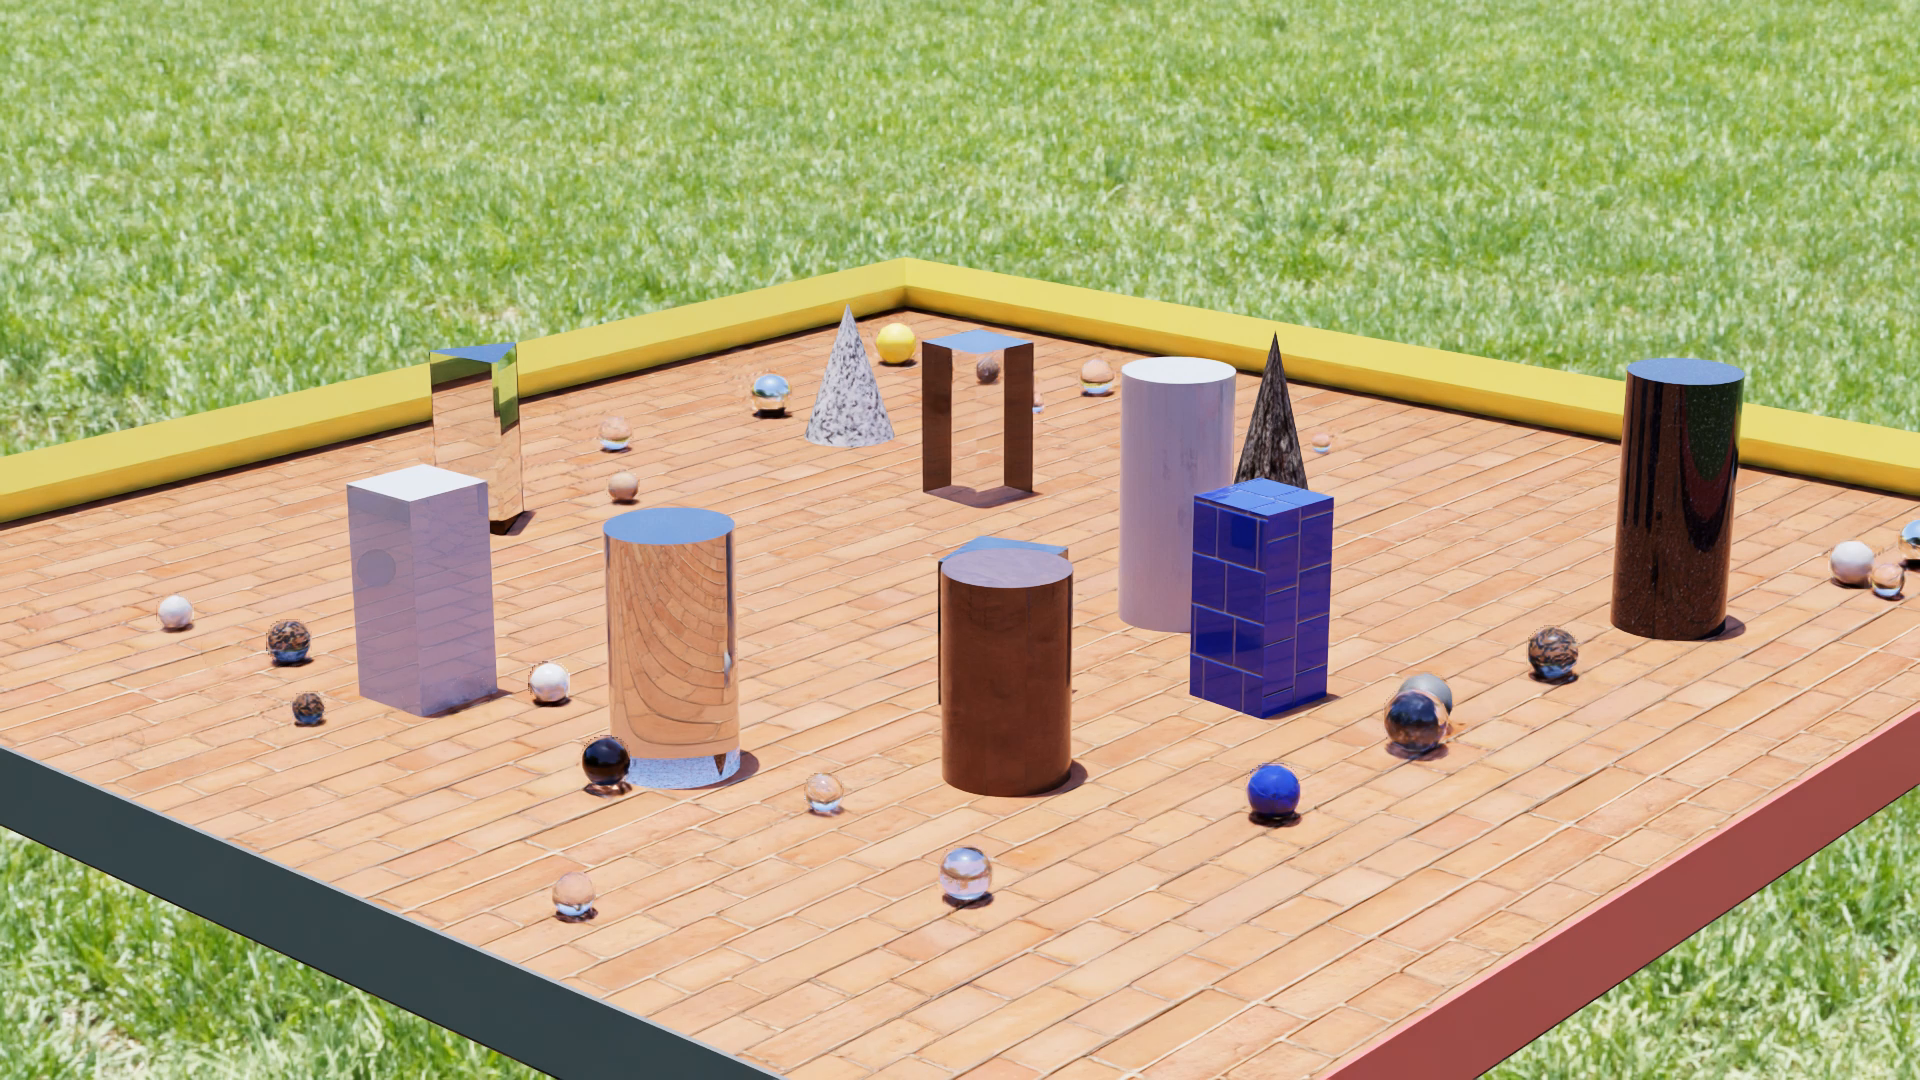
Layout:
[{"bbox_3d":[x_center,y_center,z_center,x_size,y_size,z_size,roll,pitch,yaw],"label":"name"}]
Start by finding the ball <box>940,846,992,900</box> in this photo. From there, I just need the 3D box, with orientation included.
[{"bbox_3d":[0.008,0.439,3.864,0.071,0.071,0.071,0,17,0],"label":"ball"}]

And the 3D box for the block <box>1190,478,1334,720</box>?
[{"bbox_3d":[0.470,0.089,4.581,0.153,0.327,0.153,-15,22,-40],"label":"block"}]

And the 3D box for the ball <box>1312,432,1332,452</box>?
[{"bbox_3d":[0.744,-0.200,6.033,0.041,0.041,0.041,0,17,0],"label":"ball"}]

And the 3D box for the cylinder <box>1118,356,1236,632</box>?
[{"bbox_3d":[0.365,-0.078,4.955,0.191,0.430,0.191,0,17,0],"label":"cylinder"}]

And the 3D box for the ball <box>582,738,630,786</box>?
[{"bbox_3d":[-0.512,0.321,4.238,0.069,0.069,0.069,0,17,0],"label":"ball"}]

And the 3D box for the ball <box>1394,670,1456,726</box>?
[{"bbox_3d":[0.710,0.247,4.476,0.095,0.095,0.095,0,17,0],"label":"ball"}]

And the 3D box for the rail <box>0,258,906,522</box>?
[{"bbox_3d":[-1.230,-0.278,6.143,0.045,0.124,3.382,14,22,39],"label":"rail"}]

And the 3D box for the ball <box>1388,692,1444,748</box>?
[{"bbox_3d":[0.682,0.269,4.385,0.085,0.085,0.085,0,17,0],"label":"ball"}]

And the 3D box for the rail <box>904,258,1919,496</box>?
[{"bbox_3d":[1.093,-0.333,6.326,3.306,0.124,0.045,14,22,39],"label":"rail"}]

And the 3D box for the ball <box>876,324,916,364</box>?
[{"bbox_3d":[-0.148,-0.455,6.787,0.093,0.093,0.093,0,17,0],"label":"ball"}]

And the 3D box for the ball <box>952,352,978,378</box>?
[{"bbox_3d":[0.012,-0.397,6.659,0.056,0.056,0.056,0,17,0],"label":"ball"}]

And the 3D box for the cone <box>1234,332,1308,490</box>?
[{"bbox_3d":[0.568,-0.183,5.340,0.191,0.409,0.191,0,17,0],"label":"cone"}]

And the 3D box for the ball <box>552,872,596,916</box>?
[{"bbox_3d":[-0.503,0.461,3.817,0.056,0.056,0.056,0,17,0],"label":"ball"}]

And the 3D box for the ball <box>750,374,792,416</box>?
[{"bbox_3d":[-0.407,-0.313,6.325,0.089,0.089,0.089,0,17,0],"label":"ball"}]

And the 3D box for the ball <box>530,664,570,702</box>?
[{"bbox_3d":[-0.643,0.224,4.595,0.061,0.061,0.061,0,17,0],"label":"ball"}]

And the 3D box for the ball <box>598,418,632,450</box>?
[{"bbox_3d":[-0.711,-0.220,6.050,0.068,0.068,0.068,0,17,0],"label":"ball"}]

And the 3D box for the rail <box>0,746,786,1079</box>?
[{"bbox_3d":[-1.093,0.395,3.915,3.306,0.124,0.045,14,22,39],"label":"rail"}]

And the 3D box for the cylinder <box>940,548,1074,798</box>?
[{"bbox_3d":[0.068,0.191,4.262,0.191,0.316,0.191,0,17,0],"label":"cylinder"}]

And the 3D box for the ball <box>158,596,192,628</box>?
[{"bbox_3d":[-1.323,0.122,4.942,0.056,0.056,0.056,0,17,0],"label":"ball"}]

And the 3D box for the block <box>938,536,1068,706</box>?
[{"bbox_3d":[0.068,0.135,4.588,0.153,0.236,0.153,8,19,25],"label":"block"}]

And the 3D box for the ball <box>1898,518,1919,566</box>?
[{"bbox_3d":[1.734,0.005,5.273,0.088,0.088,0.088,0,17,0],"label":"ball"}]

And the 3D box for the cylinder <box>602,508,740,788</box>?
[{"bbox_3d":[-0.420,0.156,4.285,0.191,0.370,0.191,0,17,0],"label":"cylinder"}]

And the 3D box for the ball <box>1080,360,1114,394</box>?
[{"bbox_3d":[0.303,-0.362,6.509,0.077,0.077,0.077,0,17,0],"label":"ball"}]

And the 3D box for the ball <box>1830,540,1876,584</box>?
[{"bbox_3d":[1.576,0.039,5.177,0.077,0.077,0.077,0,17,0],"label":"ball"}]

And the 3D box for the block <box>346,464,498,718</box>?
[{"bbox_3d":[-0.840,0.077,4.585,0.153,0.347,0.153,14,22,39],"label":"block"}]

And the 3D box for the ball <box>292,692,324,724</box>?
[{"bbox_3d":[-1.001,0.258,4.505,0.047,0.047,0.047,0,17,0],"label":"ball"}]

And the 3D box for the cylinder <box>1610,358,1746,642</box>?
[{"bbox_3d":[1.200,-0.069,4.912,0.191,0.439,0.191,0,17,0],"label":"cylinder"}]

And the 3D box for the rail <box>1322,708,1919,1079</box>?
[{"bbox_3d":[1.230,0.340,4.098,0.045,0.124,3.382,14,22,39],"label":"rail"}]

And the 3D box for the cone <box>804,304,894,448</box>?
[{"bbox_3d":[-0.233,-0.358,6.127,0.191,0.288,0.191,0,17,0],"label":"cone"}]

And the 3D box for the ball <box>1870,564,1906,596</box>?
[{"bbox_3d":[1.618,0.070,5.111,0.058,0.058,0.058,0,17,0],"label":"ball"}]

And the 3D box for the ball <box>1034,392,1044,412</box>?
[{"bbox_3d":[0.162,-0.297,6.349,0.045,0.045,0.045,0,17,0],"label":"ball"}]

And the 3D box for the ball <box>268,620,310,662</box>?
[{"bbox_3d":[-1.092,0.165,4.777,0.068,0.068,0.068,0,17,0],"label":"ball"}]

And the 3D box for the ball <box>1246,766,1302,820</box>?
[{"bbox_3d":[0.442,0.356,4.131,0.077,0.077,0.077,0,17,0],"label":"ball"}]

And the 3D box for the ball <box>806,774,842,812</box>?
[{"bbox_3d":[-0.193,0.359,4.162,0.053,0.053,0.053,0,17,0],"label":"ball"}]

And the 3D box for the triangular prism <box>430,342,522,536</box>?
[{"bbox_3d":[-0.881,-0.197,5.523,0.165,0.331,0.143,11,20,33],"label":"triangular prism"}]

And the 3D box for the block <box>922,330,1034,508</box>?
[{"bbox_3d":[0.034,-0.238,5.703,0.153,0.304,0.153,-15,23,-41],"label":"block"}]

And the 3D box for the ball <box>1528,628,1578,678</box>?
[{"bbox_3d":[0.951,0.181,4.702,0.081,0.081,0.081,0,17,0],"label":"ball"}]

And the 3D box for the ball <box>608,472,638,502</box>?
[{"bbox_3d":[-0.652,-0.102,5.680,0.058,0.058,0.058,0,17,0],"label":"ball"}]
